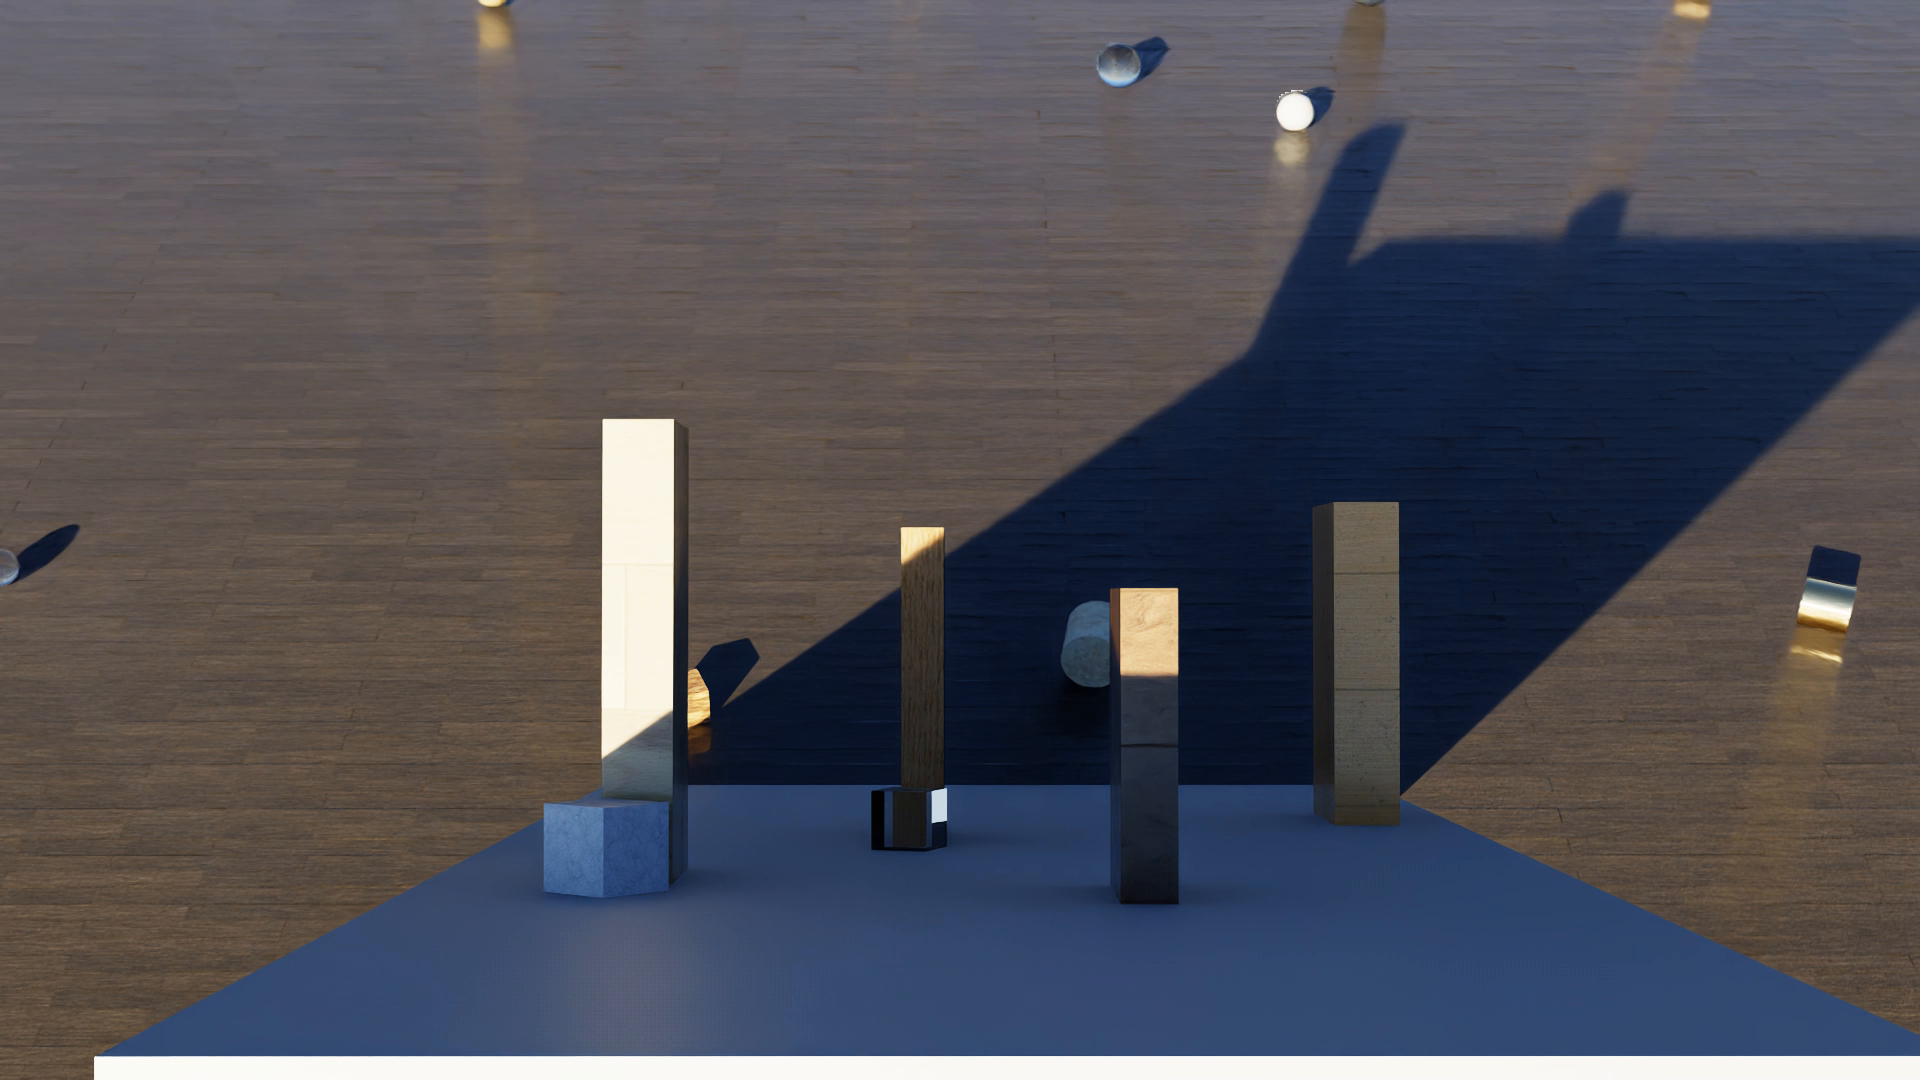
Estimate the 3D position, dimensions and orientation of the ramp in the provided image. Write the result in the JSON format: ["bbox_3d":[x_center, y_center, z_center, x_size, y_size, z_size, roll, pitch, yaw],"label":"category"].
[{"bbox_3d":[0.074,0.646,4.772,2.000,0.100,4.000,0,-1,0],"label":"ramp"}]

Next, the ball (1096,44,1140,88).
[{"bbox_3d":[0.654,-1.951,10.675,0.181,0.181,0.181,0,33,0],"label":"ball"}]

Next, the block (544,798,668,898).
[{"bbox_3d":[-0.592,0.513,4.340,0.147,0.147,0.147,-1,-2,40],"label":"block"}]

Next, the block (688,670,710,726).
[{"bbox_3d":[-0.756,0.438,7.130,0.107,0.107,0.107,-13,36,-18],"label":"block"}]

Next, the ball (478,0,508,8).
[{"bbox_3d":[-2.056,-2.437,11.405,0.185,0.185,0.185,0,33,0],"label":"ball"}]

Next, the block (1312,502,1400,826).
[{"bbox_3d":[0.875,0.269,5.749,0.140,0.695,0.331,0,-1,0],"label":"block"}]

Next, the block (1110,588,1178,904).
[{"bbox_3d":[0.303,0.333,4.297,0.092,0.505,0.290,0,-1,0],"label":"block"}]

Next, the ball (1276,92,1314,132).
[{"bbox_3d":[1.335,-1.703,10.325,0.152,0.152,0.152,0,33,0],"label":"ball"}]

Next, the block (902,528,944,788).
[{"bbox_3d":[-0.074,0.293,5.287,0.084,0.629,0.280,0,-1,0],"label":"block"}]

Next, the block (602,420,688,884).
[{"bbox_3d":[-0.553,0.193,4.575,0.121,0.797,0.249,0,-1,0],"label":"block"}]

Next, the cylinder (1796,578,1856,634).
[{"bbox_3d":[2.498,0.189,7.479,0.138,0.138,0.138,13,36,19],"label":"cylinder"}]

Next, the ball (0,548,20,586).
[{"bbox_3d":[-2.837,0.081,7.665,0.113,0.113,0.113,0,33,0],"label":"ball"}]

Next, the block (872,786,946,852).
[{"bbox_3d":[-0.099,0.545,5.075,0.114,0.114,0.114,0,-1,20],"label":"block"}]

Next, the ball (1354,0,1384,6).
[{"bbox_3d":[1.802,-2.447,11.408,0.198,0.198,0.198,0,33,0],"label":"ball"}]

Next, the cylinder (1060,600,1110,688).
[{"bbox_3d":[0.379,0.292,7.290,0.175,0.175,0.175,5,34,7],"label":"cylinder"}]
